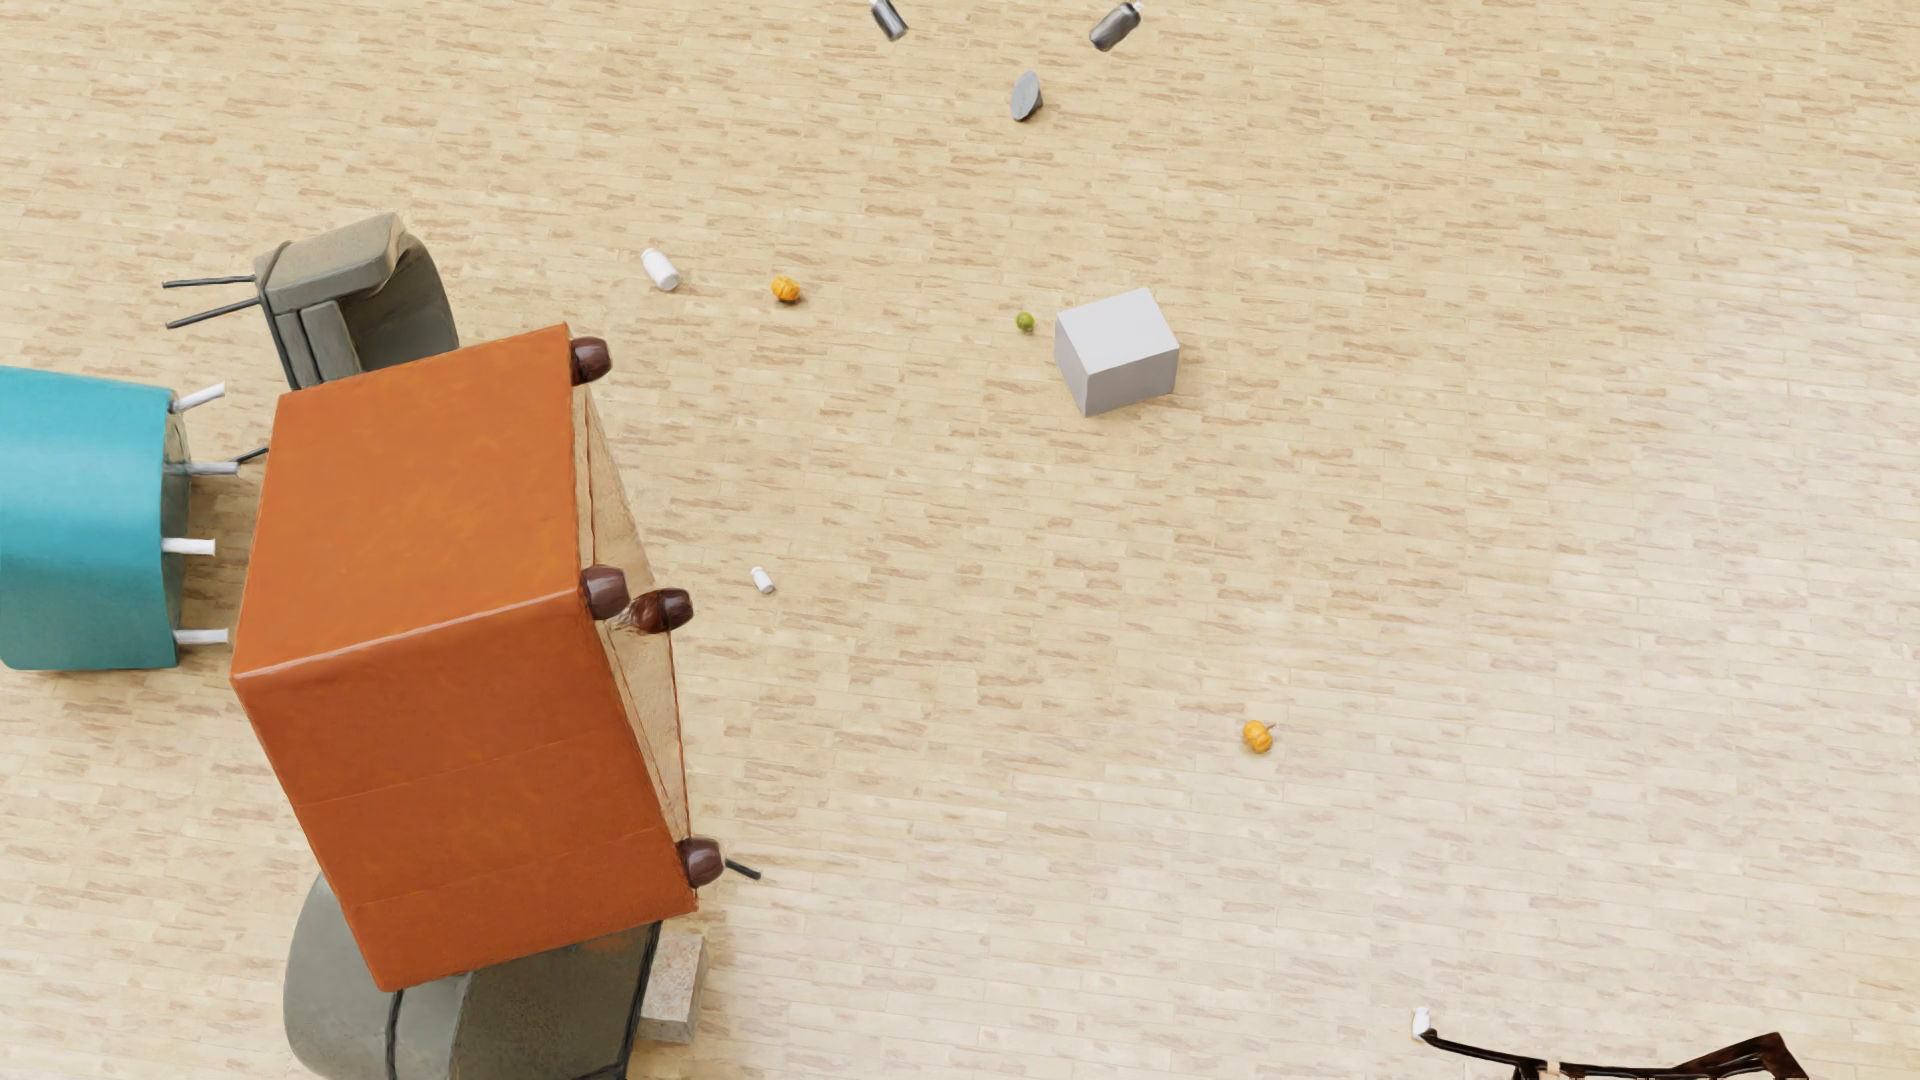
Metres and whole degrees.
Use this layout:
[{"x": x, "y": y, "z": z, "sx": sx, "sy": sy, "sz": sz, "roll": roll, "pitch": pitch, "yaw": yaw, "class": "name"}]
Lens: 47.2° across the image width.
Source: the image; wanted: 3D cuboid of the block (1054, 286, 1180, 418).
[{"x": 0.483, "y": -0.582, "z": 6.828, "sx": 0.303, "sy": 0.223, "sz": 0.255, "roll": -17, "pitch": 59, "yaw": -11, "class": "block"}]

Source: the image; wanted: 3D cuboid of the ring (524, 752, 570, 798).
[{"x": -1.140, "y": 0.648, "z": 6.064, "sx": 0.148, "sy": 0.128, "sz": 0.039, "roll": -46, "pitch": 50, "yaw": -13, "class": "ring"}]

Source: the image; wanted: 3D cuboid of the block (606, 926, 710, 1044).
[{"x": -0.780, "y": 1.155, "z": 5.702, "sx": 0.206, "sy": 0.159, "sz": 0.238, "roll": 5, "pitch": 57, "yaw": 4, "class": "block"}]

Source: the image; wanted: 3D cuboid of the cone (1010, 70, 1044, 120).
[{"x": 0.254, "y": -1.512, "z": 7.554, "sx": 0.090, "sy": 0.143, "sz": 0.179, "roll": 19, "pitch": 71, "yaw": -37, "class": "cone"}]
